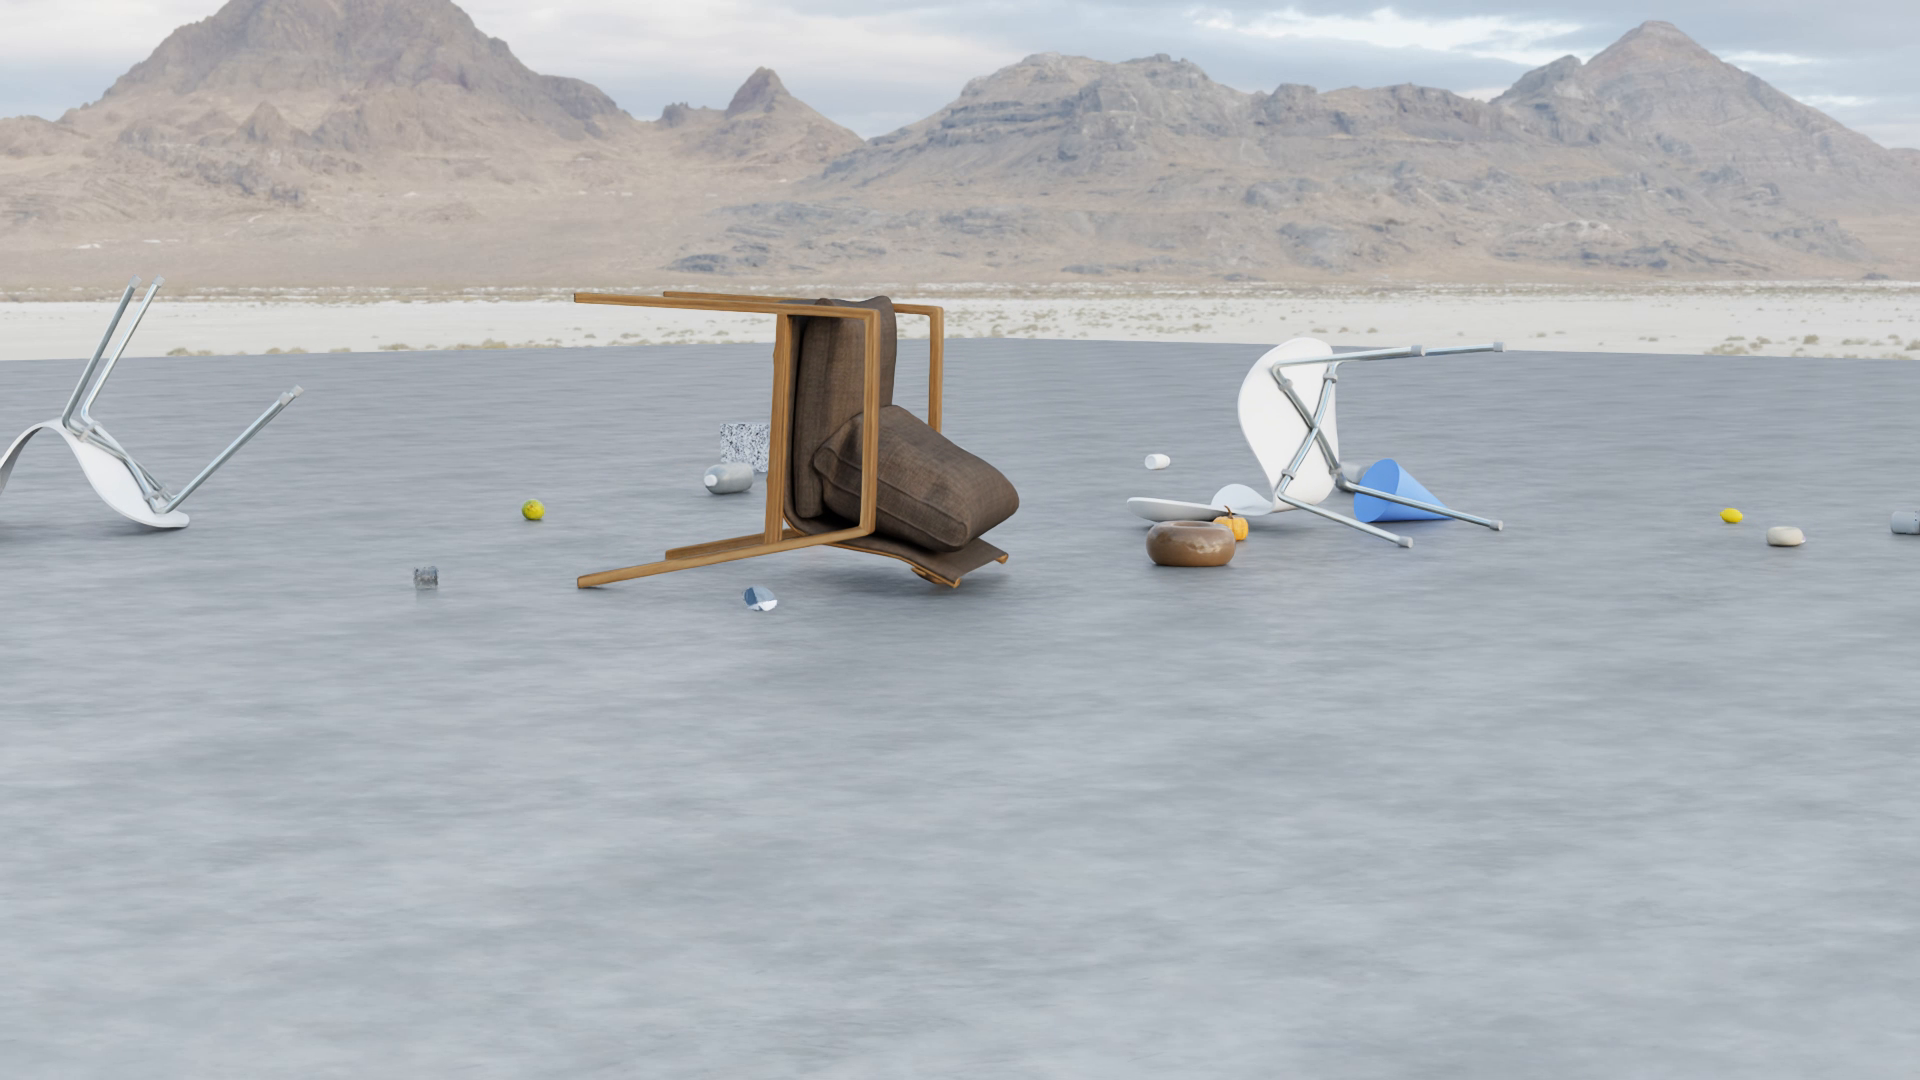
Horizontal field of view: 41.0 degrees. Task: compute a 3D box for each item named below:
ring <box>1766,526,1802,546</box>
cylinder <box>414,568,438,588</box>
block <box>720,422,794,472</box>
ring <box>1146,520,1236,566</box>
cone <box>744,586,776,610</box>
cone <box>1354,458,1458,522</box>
[{"bbox_3d":[2.029,-0.009,6.314,0.085,0.040,0.166,0,5,17],"label":"ring"},{"bbox_3d":[-1.128,0.081,5.419,0.040,0.043,0.044,-2,-15,-22],"label":"cylinder"},{"bbox_3d":[-0.687,-0.316,8.708,0.221,0.158,0.117,3,7,26],"label":"block"},{"bbox_3d":[0.528,0.009,5.871,0.208,0.094,0.161,1,8,-4],"label":"ring"},{"bbox_3d":[-0.401,0.126,5.086,0.068,0.057,0.035,3,-36,-25],"label":"cone"},{"bbox_3d":[1.236,-0.096,6.920,0.284,0.165,0.198,17,-42,-25],"label":"cone"}]
